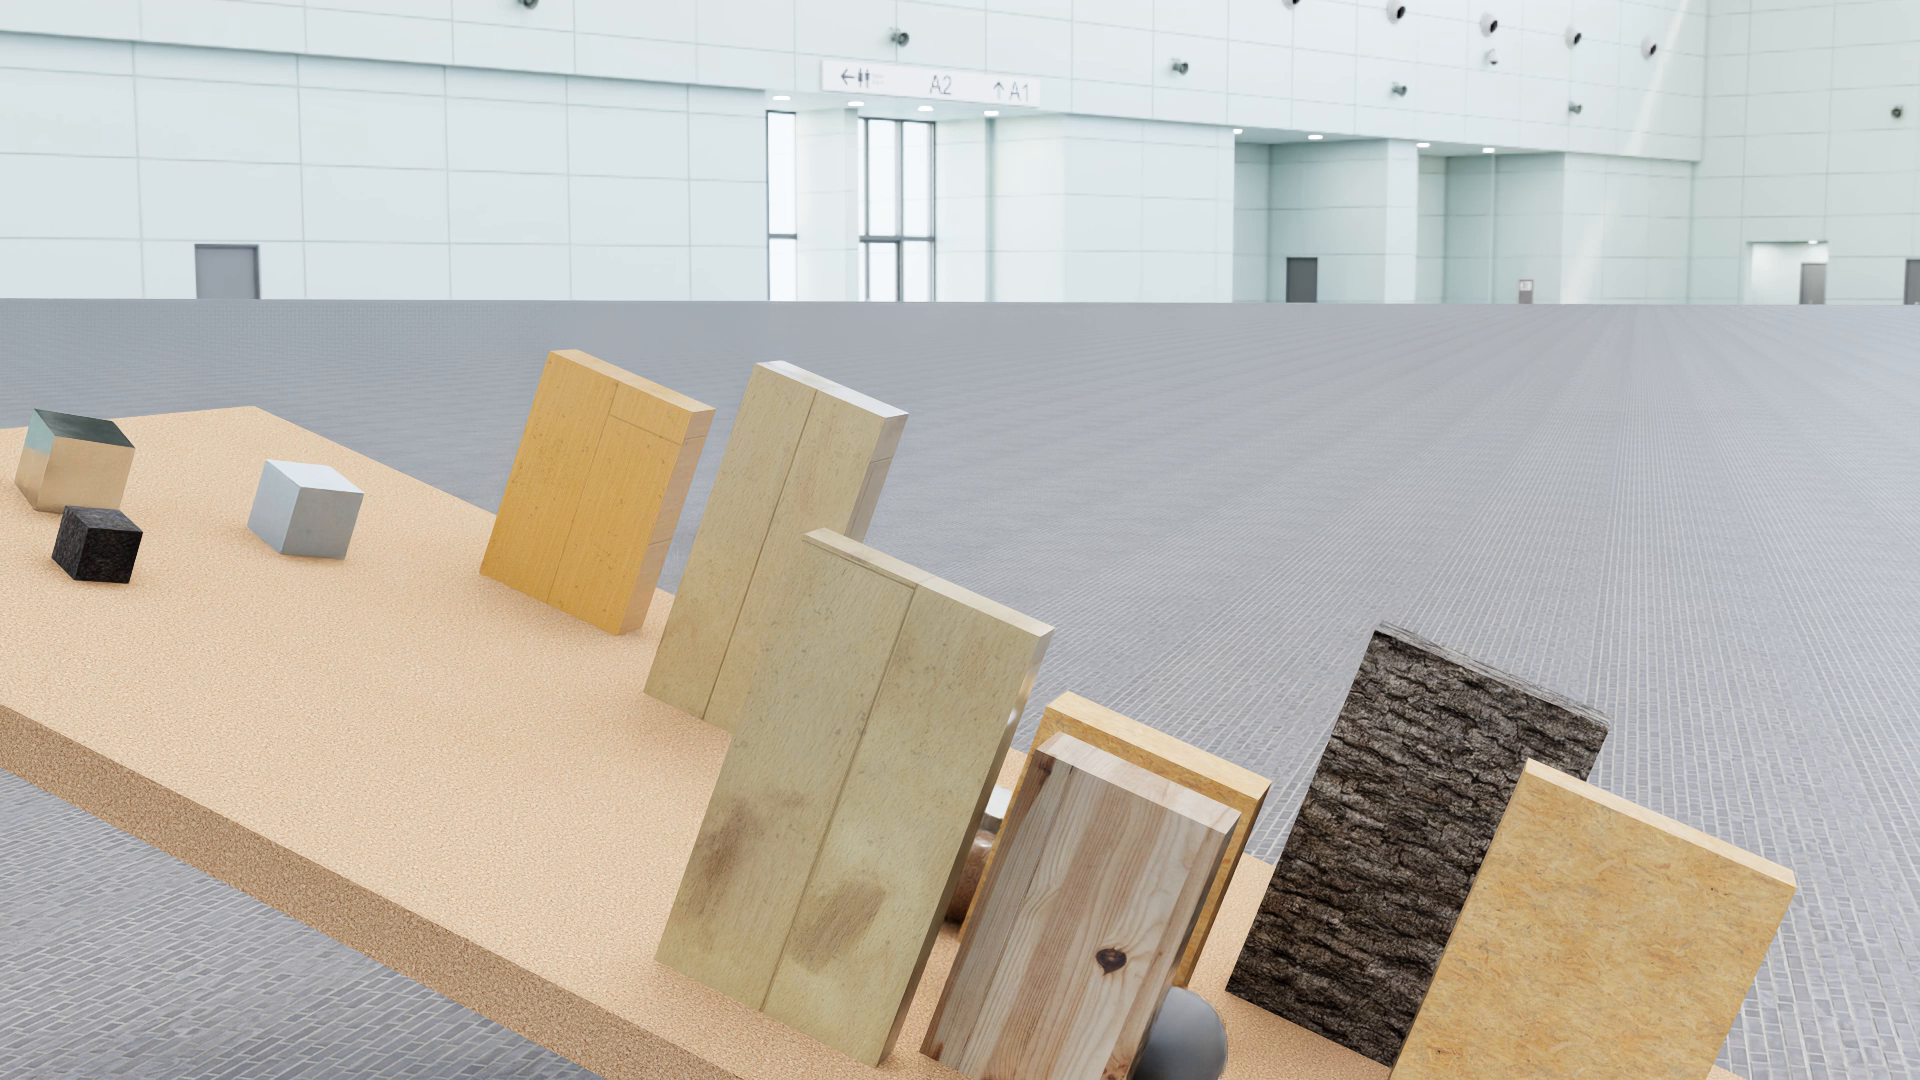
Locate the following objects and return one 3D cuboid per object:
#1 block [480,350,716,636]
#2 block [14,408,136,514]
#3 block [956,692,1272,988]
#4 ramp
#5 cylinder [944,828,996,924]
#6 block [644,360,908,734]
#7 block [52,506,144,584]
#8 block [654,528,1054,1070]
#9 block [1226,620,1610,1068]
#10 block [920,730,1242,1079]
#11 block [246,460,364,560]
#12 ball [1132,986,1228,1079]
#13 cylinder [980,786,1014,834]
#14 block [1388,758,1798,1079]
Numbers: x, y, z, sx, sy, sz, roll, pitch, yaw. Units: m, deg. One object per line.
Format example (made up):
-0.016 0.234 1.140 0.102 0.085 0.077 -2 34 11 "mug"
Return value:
-0.813 -0.109 4.920 0.364 0.535 0.128 23 13 13 "block"
-1.787 -0.151 4.438 0.160 0.160 0.160 9 16 -41 "block"
0.271 0.569 3.894 0.398 0.465 0.149 23 13 13 "block"
-0.324 0.585 4.205 4.000 0.100 2.000 23 13 13 "ramp"
-0.042 0.588 4.004 0.173 0.173 0.173 21 9 4 "cylinder"
-0.383 0.029 4.542 0.296 0.735 0.149 23 13 13 "block"
-1.623 0.009 4.138 0.107 0.107 0.107 6 19 -48 "block"
-0.168 0.393 3.352 0.390 0.725 0.087 23 13 13 "block"
0.840 0.584 4.067 0.442 0.749 0.119 23 13 13 "block"
0.186 0.612 3.423 0.313 0.531 0.140 23 13 13 "block"
-1.398 -0.065 4.697 0.154 0.154 0.154 6 19 -48 "block"
0.339 0.821 3.574 0.189 0.189 0.189 0 7 0 "ball"
0.043 0.576 4.170 0.179 0.179 0.179 19 12 -4 "cylinder"
0.937 0.770 3.427 0.422 0.748 0.100 23 13 13 "block"
